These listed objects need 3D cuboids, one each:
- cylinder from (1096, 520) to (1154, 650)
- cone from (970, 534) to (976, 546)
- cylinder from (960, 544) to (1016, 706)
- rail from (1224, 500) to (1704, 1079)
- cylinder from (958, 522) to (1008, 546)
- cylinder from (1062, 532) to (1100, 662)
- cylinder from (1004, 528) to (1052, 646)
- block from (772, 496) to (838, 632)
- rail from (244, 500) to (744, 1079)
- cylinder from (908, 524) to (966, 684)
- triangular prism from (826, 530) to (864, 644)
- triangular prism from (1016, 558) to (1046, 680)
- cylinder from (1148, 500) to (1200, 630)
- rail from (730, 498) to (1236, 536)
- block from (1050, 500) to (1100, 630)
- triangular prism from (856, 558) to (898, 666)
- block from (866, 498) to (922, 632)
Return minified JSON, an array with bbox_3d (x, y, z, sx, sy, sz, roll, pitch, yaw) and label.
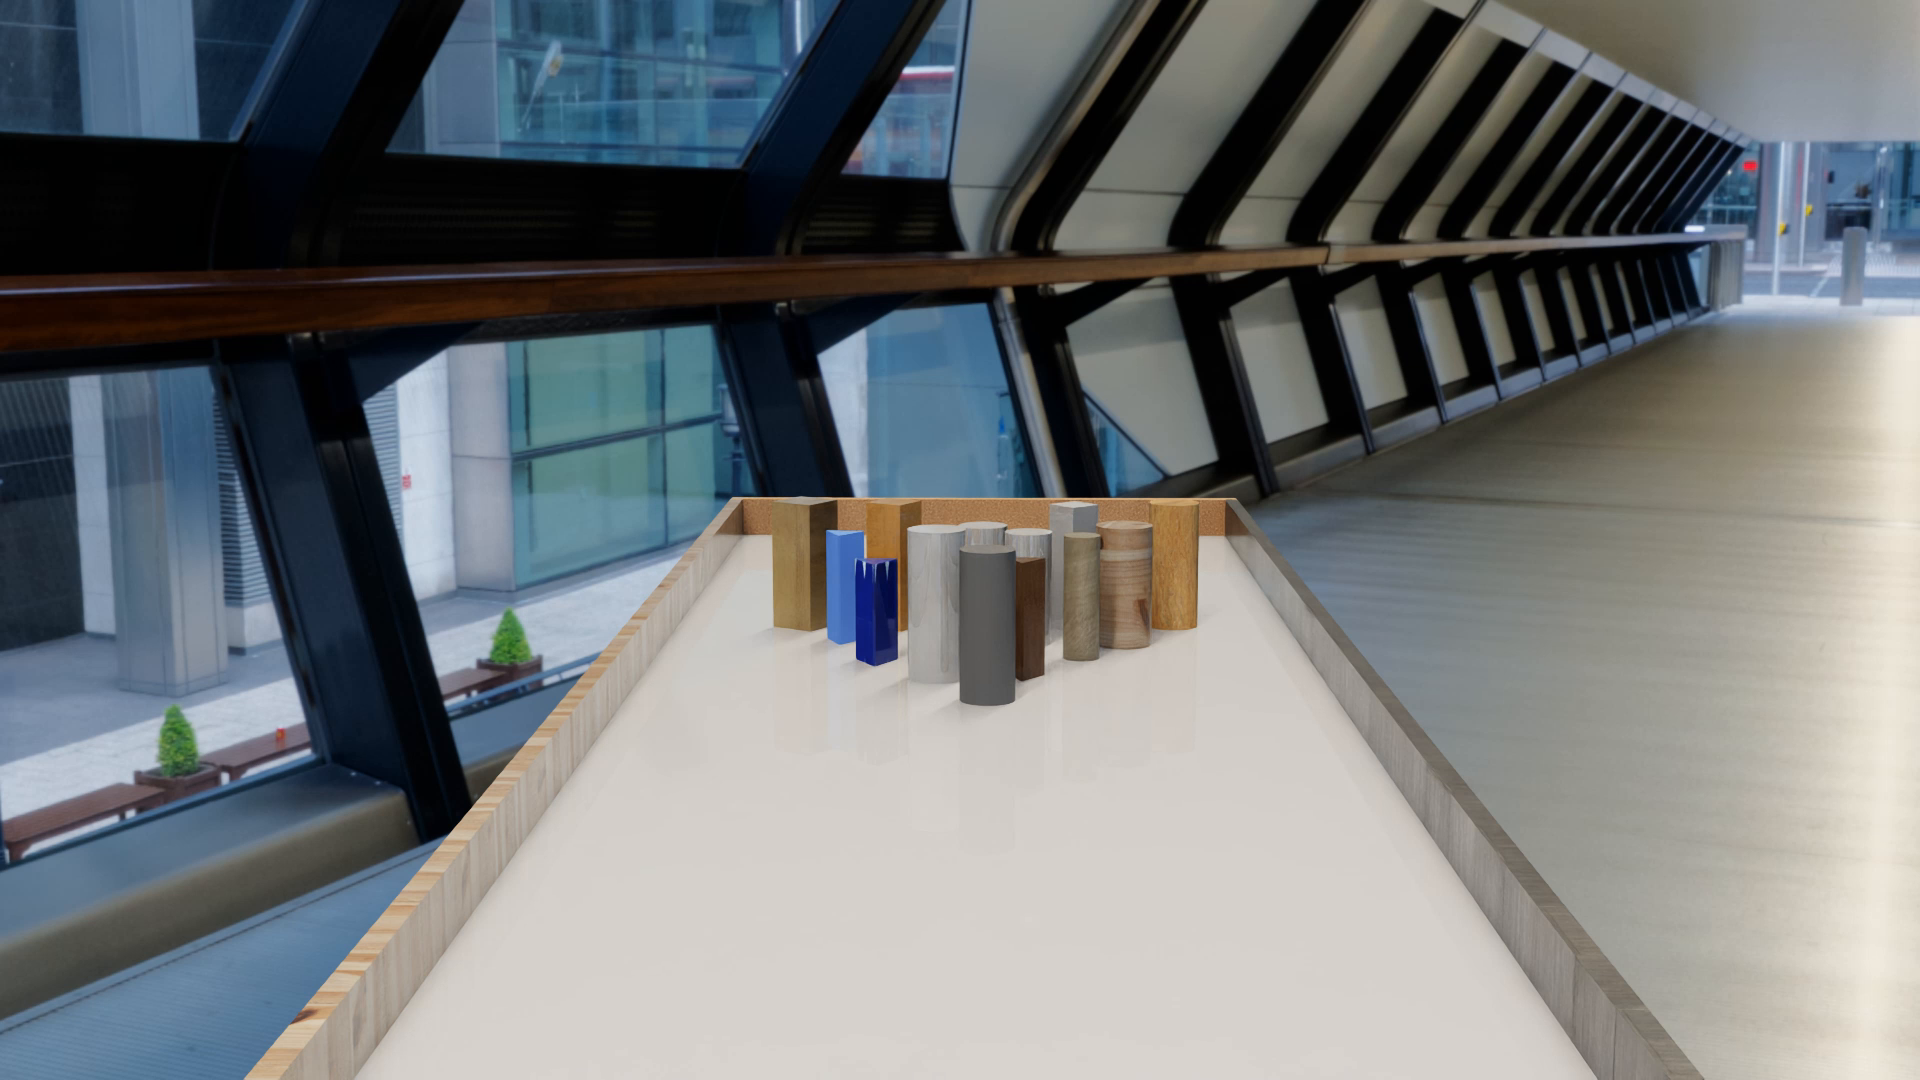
[{"bbox_3d":[0.515,0.140,6.911,0.179,0.379,0.179,0,9,0],"label":"cylinder"},{"bbox_3d":[0.039,0.173,6.680,0.155,0.387,0.155,0,9,0],"label":"cone"},{"bbox_3d":[0.077,0.237,6.146,0.157,0.428,0.157,0,9,0],"label":"cylinder"},{"bbox_3d":[1.046,0.843,3.208,0.050,0.150,12.000,0,9,1],"label":"rail"},{"bbox_3d":[0.075,0.117,7.199,0.160,0.335,0.160,0,9,0],"label":"cylinder"},{"bbox_3d":[0.370,0.173,6.704,0.112,0.380,0.112,0,9,0],"label":"cylinder"},{"bbox_3d":[0.216,0.149,6.932,0.149,0.355,0.149,0,9,0],"label":"cylinder"},{"bbox_3d":[-0.506,0.076,7.205,0.153,0.414,0.153,6,11,33],"label":"block"},{"bbox_3d":[-1.004,0.839,3.234,0.050,0.150,12.000,0,9,1],"label":"rail"},{"bbox_3d":[-0.068,0.186,6.421,0.171,0.443,0.171,0,9,0],"label":"cylinder"},{"bbox_3d":[-0.382,0.146,6.977,0.104,0.348,0.120,7,11,38],"label":"triangular prism"},{"bbox_3d":[0.178,0.227,6.457,0.095,0.350,0.109,7,12,38],"label":"triangular prism"},{"bbox_3d":[0.698,0.079,7.203,0.163,0.409,0.163,0,9,0],"label":"cylinder"},{"bbox_3d":[0.099,-0.098,9.147,2.100,0.150,0.050,0,9,1],"label":"rail"},{"bbox_3d":[0.371,0.086,7.165,0.114,0.408,0.114,-7,12,-39],"label":"block"},{"bbox_3d":[-0.270,0.214,6.669,0.110,0.311,0.127,6,11,32],"label":"triangular prism"},{"bbox_3d":[-0.215,0.080,7.184,0.130,0.414,0.130,5,10,31],"label":"block"}]
